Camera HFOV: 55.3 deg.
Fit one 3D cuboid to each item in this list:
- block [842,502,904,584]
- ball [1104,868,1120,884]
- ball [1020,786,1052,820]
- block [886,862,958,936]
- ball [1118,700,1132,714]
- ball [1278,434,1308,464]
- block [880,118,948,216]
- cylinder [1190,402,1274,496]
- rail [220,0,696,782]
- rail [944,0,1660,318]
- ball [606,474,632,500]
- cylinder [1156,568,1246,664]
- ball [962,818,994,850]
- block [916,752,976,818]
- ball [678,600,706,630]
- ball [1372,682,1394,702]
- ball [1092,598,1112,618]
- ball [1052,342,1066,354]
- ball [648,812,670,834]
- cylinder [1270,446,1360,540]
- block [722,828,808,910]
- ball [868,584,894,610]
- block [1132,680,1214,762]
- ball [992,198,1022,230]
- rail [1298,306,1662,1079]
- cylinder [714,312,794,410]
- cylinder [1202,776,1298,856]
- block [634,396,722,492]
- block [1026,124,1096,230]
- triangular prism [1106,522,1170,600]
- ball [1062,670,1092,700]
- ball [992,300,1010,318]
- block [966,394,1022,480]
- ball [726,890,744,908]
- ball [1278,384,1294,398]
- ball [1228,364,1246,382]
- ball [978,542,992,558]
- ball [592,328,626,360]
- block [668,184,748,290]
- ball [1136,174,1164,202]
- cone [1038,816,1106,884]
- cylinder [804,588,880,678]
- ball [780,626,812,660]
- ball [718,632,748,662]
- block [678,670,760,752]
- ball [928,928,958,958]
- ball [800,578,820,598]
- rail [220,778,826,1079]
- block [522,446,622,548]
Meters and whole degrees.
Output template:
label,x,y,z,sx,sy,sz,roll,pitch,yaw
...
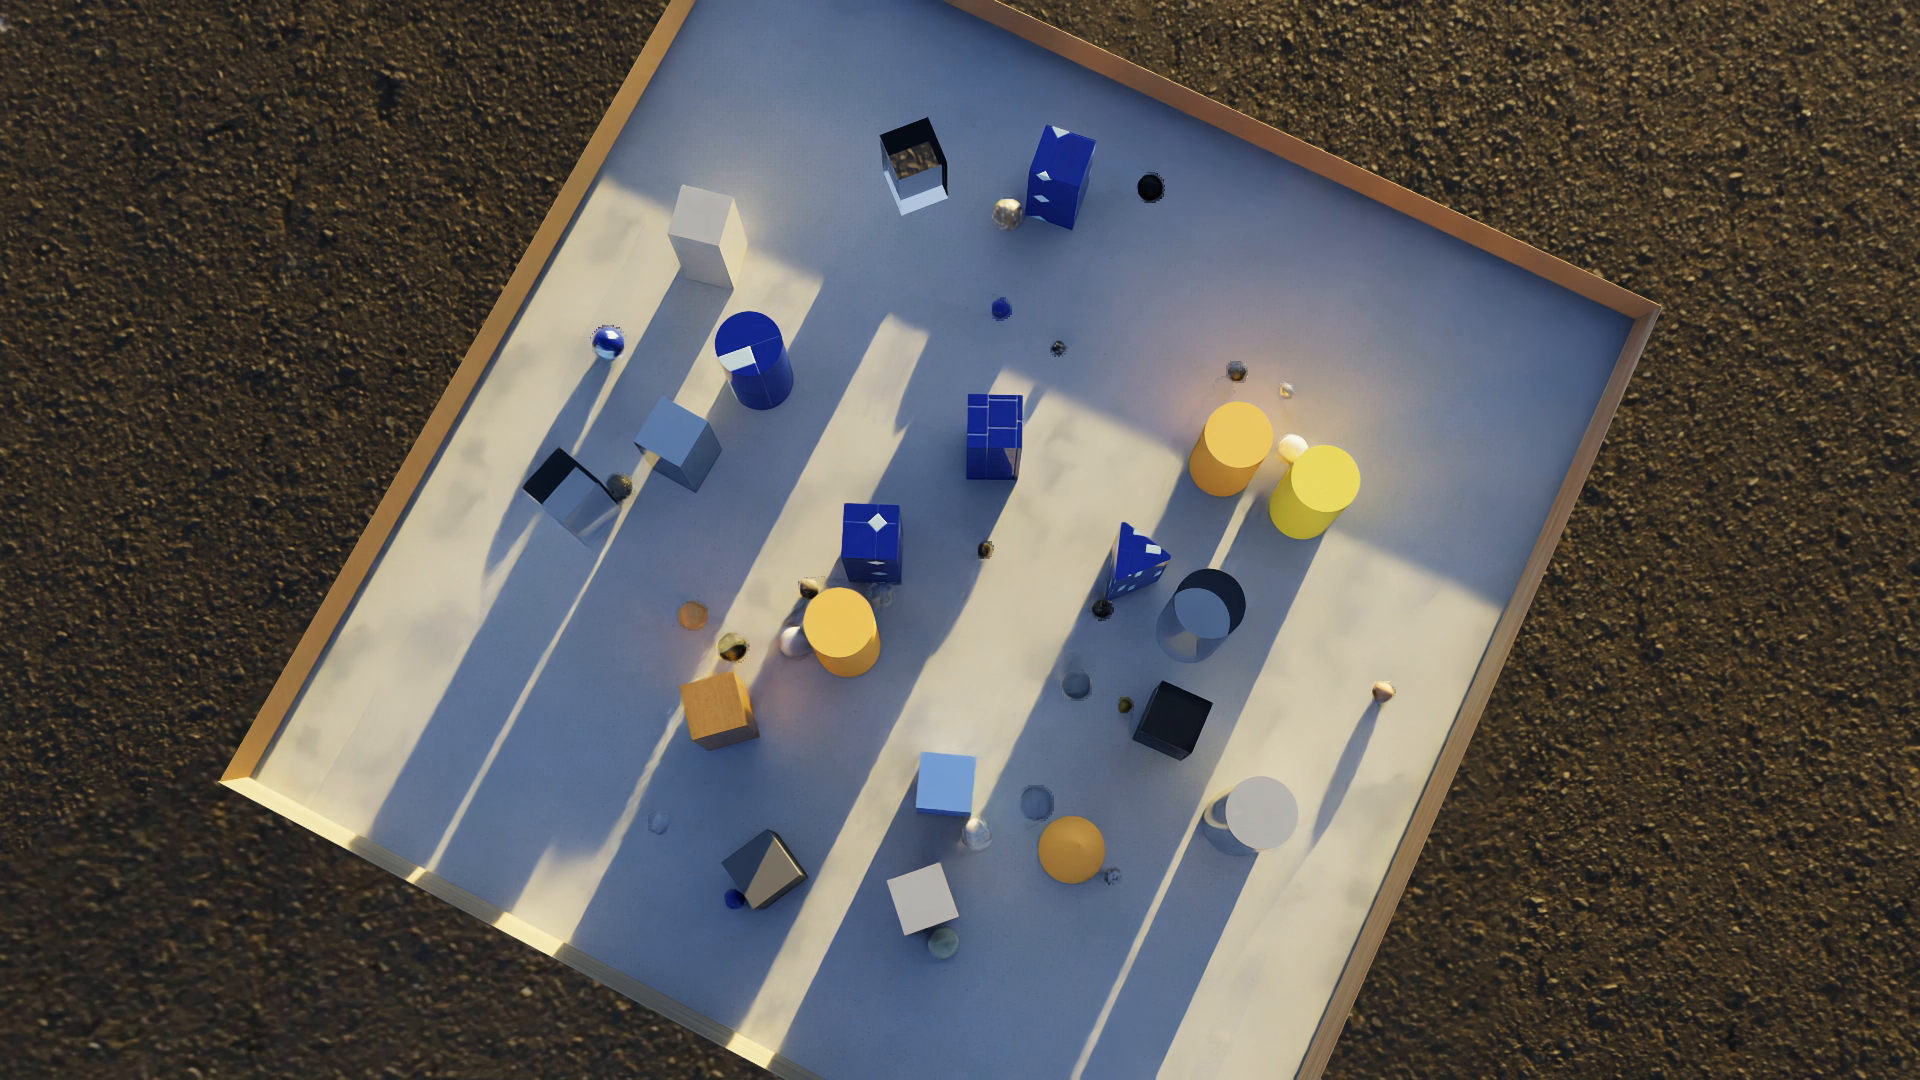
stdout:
label,x,y,z,sx,sy,sz,roll,pitch,yaw
block,-0.256,0.014,5.414,0.159,0.391,0.159,2,78,0
ball,0.447,0.990,5.387,0.047,0.047,0.047,0,78,0
ball,0.224,0.777,5.406,0.097,0.097,0.097,0,78,0
block,-0.105,1.032,5.263,0.159,0.274,0.159,-19,79,-4
ball,0.493,0.498,5.492,0.042,0.042,0.042,0,78,0
ball,1.023,-0.276,5.627,0.092,0.092,0.092,0,78,0
block,-0.142,-1.162,5.712,0.159,0.284,0.159,-21,79,-4
cylinder,0.807,-0.268,5.484,0.198,0.368,0.198,0,78,0
rail,-1.416,-0.687,5.692,0.045,0.129,3.235,26,80,5
rail,0.713,-1.389,5.837,3.214,0.129,0.045,26,80,5
ball,-1.043,-0.161,5.608,0.082,0.082,0.082,0,78,0
cylinder,0.693,0.226,5.320,0.198,0.490,0.198,0,78,0
ball,0.050,0.867,5.389,0.094,0.094,0.094,0,78,0
block,-0.040,0.714,5.336,0.159,0.259,0.159,5,78,1
ball,-0.807,0.227,5.525,0.087,0.087,0.087,0,78,0
ball,1.267,0.456,5.491,0.061,0.061,0.061,0,78,0
ball,0.429,0.207,5.544,0.058,0.058,0.058,0,78,0
ball,0.309,-0.600,5.720,0.041,0.041,0.041,0,78,0
ball,-0.887,0.836,5.410,0.065,0.065,0.065,0,78,0
cylinder,1.050,-0.138,5.448,0.198,0.385,0.198,0,78,0
block,-0.558,0.949,5.268,0.159,0.298,0.159,-36,81,-7
ball,-0.239,0.171,5.530,0.076,0.076,0.076,0,78,0
block,0.621,0.532,5.371,0.159,0.264,0.159,24,79,5
ball,0.149,-1.029,5.780,0.098,0.098,0.098,0,78,0
rail,1.416,0.700,5.405,0.045,0.129,3.235,26,80,5
cylinder,-0.619,-0.538,5.540,0.198,0.368,0.198,0,78,0
cylinder,0.820,0.789,5.210,0.198,0.477,0.198,0,78,0
block,-0.843,-0.283,5.507,0.159,0.330,0.159,29,80,6
block,0.308,-1.118,5.671,0.159,0.347,0.159,19,79,4
triangular prism,0.497,0.050,5.427,0.172,0.351,0.149,-22,79,-4
ball,0.349,0.433,5.483,0.086,0.086,0.086,0,78,0
ball,0.127,-0.724,5.737,0.059,0.059,0.059,0,78,0
block,0.101,-0.304,5.479,0.159,0.392,0.159,1,78,0
ball,-0.659,1.053,5.371,0.054,0.054,0.054,0,78,0
ball,1.014,-0.462,5.688,0.047,0.047,0.047,0,78,0
ball,0.859,-0.522,5.696,0.057,0.057,0.057,0,78,0
ball,0.075,0.030,5.587,0.045,0.045,0.045,0,78,0
ball,-1.091,-0.611,5.693,0.099,0.099,0.099,0,78,0
block,-0.769,-0.922,5.612,0.159,0.383,0.159,14,79,3
ball,0.602,-1.116,5.806,0.082,0.082,0.082,0,78,0
cone,0.331,0.877,5.230,0.198,0.402,0.198,0,78,0
cylinder,-0.339,0.274,5.341,0.198,0.428,0.198,0,78,0
ball,-0.494,0.309,5.503,0.097,0.097,0.097,0,78,0
ball,-0.684,0.323,5.504,0.089,0.089,0.089,0,78,0
block,-0.697,0.501,5.335,0.159,0.347,0.159,-15,79,-3
ball,-0.050,1.171,5.329,0.089,0.089,0.089,0,78,0
ball,-0.457,0.147,5.555,0.061,0.061,0.061,0,78,0
rail,-0.713,1.403,5.259,3.214,0.129,0.045,26,80,5
block,-1.149,-0.123,5.453,0.159,0.370,0.159,39,81,7
